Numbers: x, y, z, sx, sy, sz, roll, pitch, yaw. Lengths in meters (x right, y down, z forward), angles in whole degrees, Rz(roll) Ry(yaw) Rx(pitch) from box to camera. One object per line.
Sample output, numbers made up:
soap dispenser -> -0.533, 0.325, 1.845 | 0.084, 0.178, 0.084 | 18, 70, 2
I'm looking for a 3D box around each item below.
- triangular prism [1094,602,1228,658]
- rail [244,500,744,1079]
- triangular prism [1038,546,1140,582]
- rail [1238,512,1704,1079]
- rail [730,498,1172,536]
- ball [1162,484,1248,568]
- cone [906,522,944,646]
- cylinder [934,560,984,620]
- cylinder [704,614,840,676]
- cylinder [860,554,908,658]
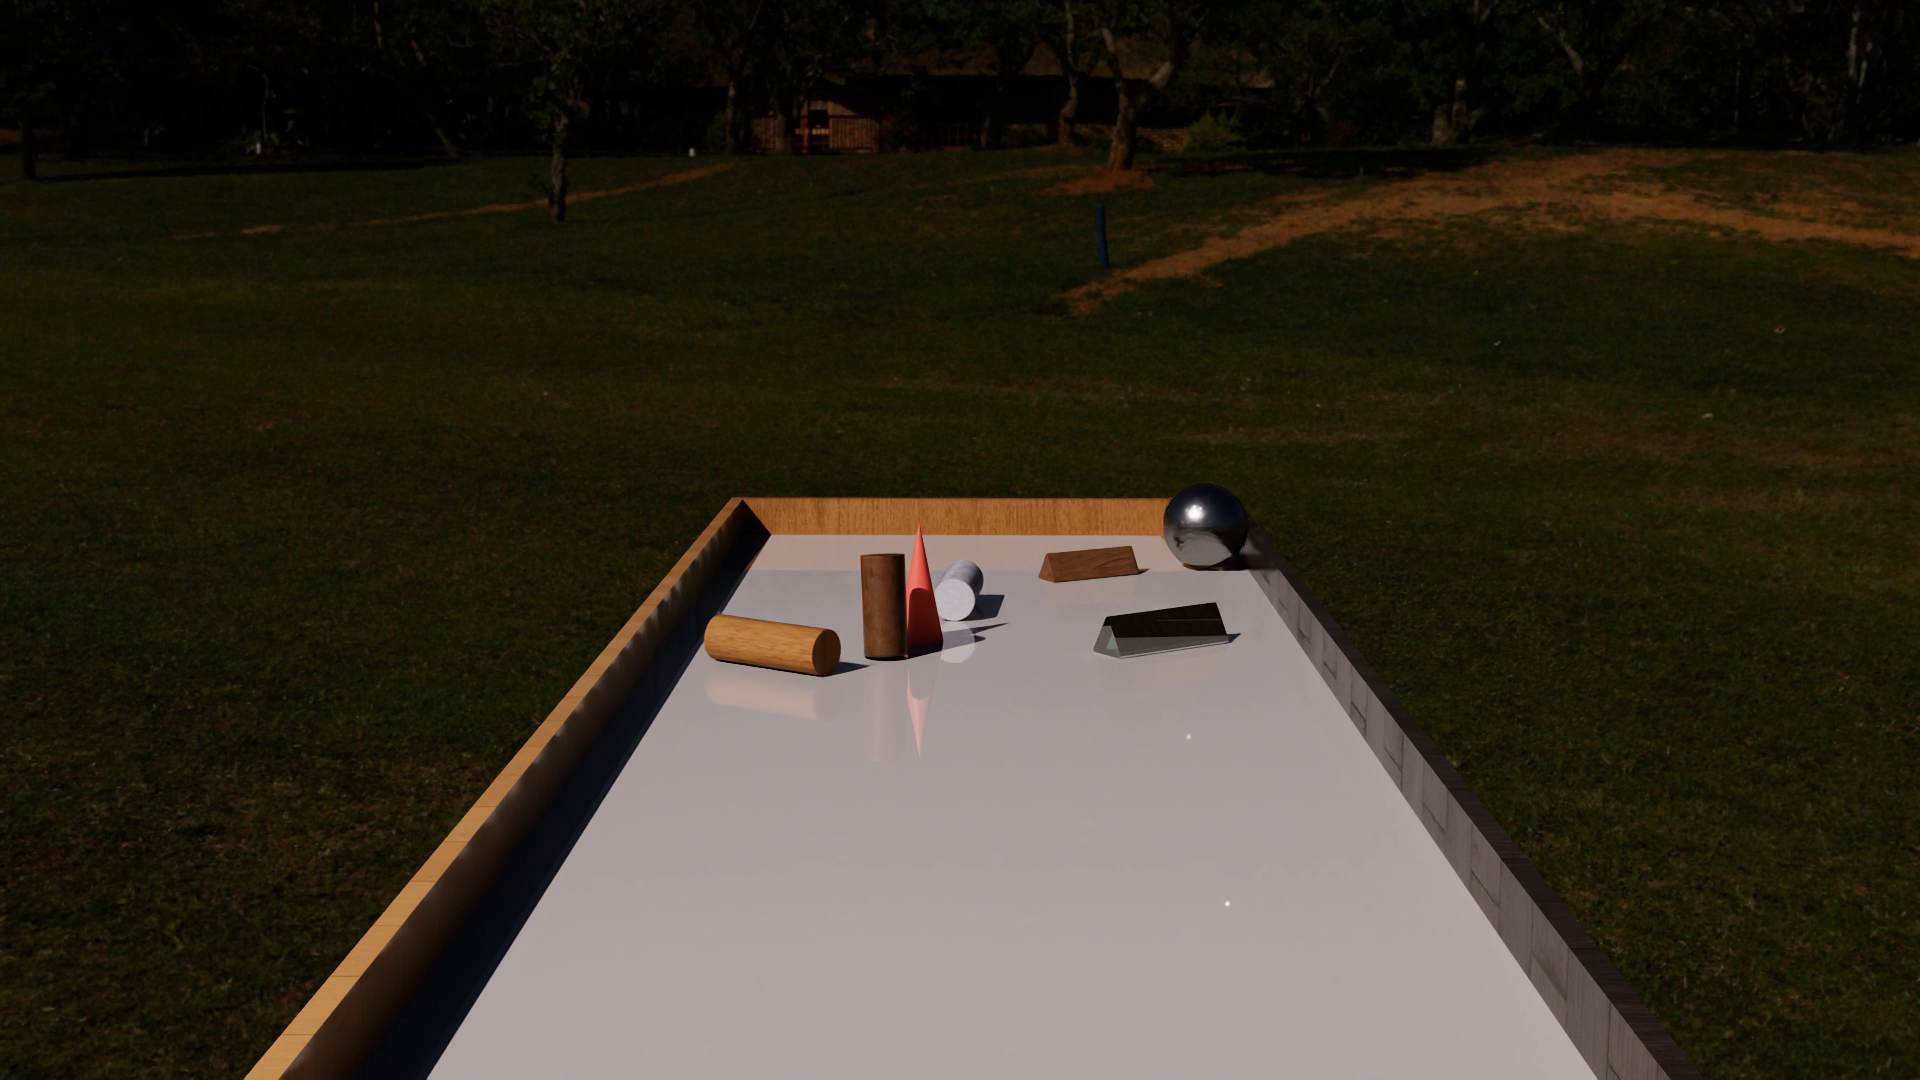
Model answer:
triangular prism -> 0.632, 0.274, 6.878 | 0.434, 0.118, 0.137 | -6, 10, -33
rail -> -1.004, 0.839, 3.234 | 0.050, 0.150, 12.000 | 0, 9, 1
triangular prism -> 0.480, 0.084, 8.150 | 0.370, 0.098, 0.114 | -5, 10, -29
rail -> 1.046, 0.843, 3.208 | 0.050, 0.150, 12.000 | 0, 9, 1
rail -> 0.099, -0.098, 9.147 | 2.100, 0.150, 0.050 | 0, 9, 1
ball -> 0.927, -0.053, 8.312 | 0.323, 0.323, 0.323 | 0, 9, 0
cone -> -0.128, 0.132, 6.951 | 0.154, 0.383, 0.154 | 0, 9, 0
cylinder -> -0.004, 0.169, 7.482 | 0.141, 0.141, 0.379 | 1, 9, 5
cylinder -> -0.564, 0.313, 6.589 | 0.414, 0.139, 0.139 | 6, 11, 34
cylinder -> -0.231, 0.199, 6.730 | 0.137, 0.307, 0.137 | -2, 3, 0
